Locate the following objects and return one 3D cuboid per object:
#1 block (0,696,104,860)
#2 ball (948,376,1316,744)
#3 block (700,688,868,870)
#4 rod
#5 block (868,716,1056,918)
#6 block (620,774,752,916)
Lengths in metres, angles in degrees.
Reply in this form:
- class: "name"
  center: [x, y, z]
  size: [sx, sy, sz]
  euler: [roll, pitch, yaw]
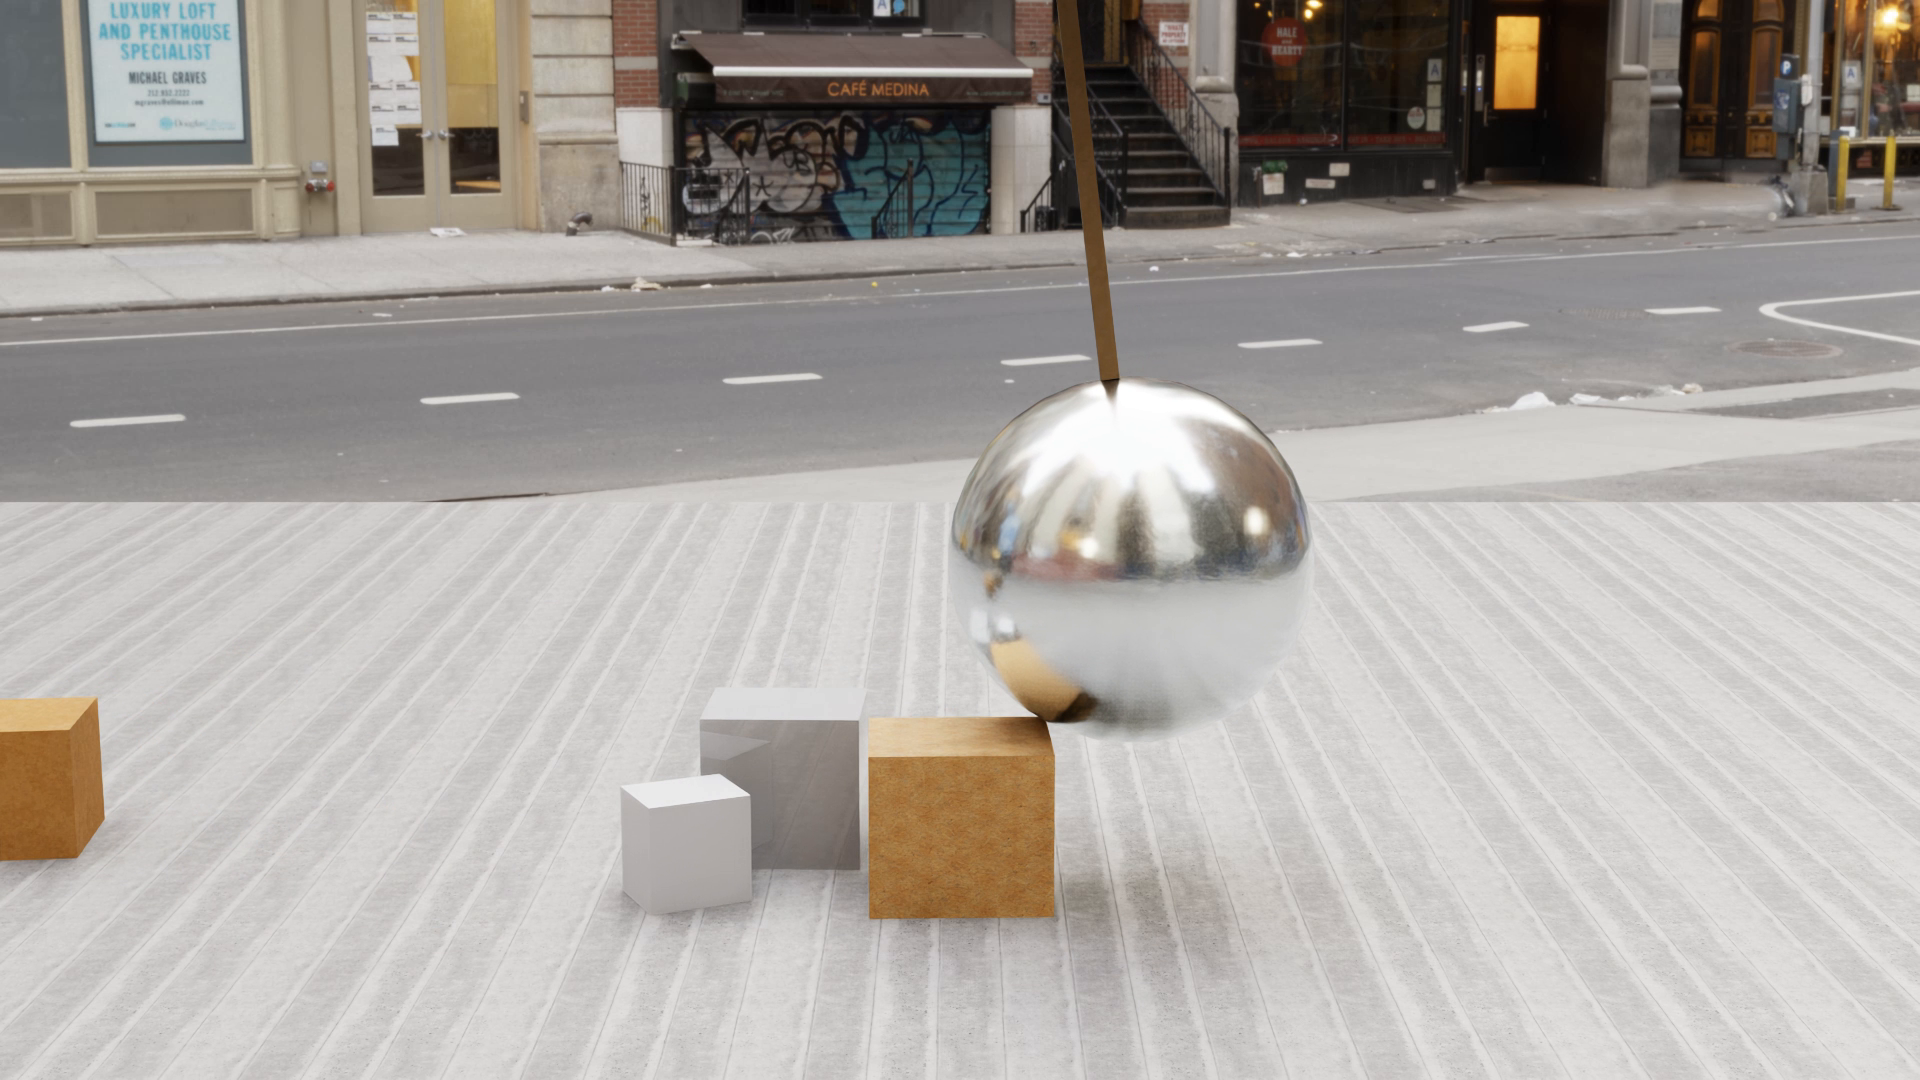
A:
- class: "block"
  center: [-4.321, 1.098, 11.851]
  size: [0.563, 0.600, 0.628]
  euler: [-1, 10, -7]
- class: "ball"
  center: [0.745, 0.085, 11.196]
  size: [1.600, 1.600, 1.600]
  euler: [0, 10, 0]
- class: "block"
  center: [-0.791, 1.080, 11.704]
  size: [0.707, 0.688, 0.601]
  euler: [0, 10, 2]
- class: "rod"
  center: [0.323, -3.235, 10.592]
  size: [0.080, 5.200, 0.080]
  euler: [-7, 10, 1]
- class: "block"
  center: [-0.003, 1.187, 11.070]
  size: [0.779, 0.703, 0.663]
  euler: [0, 10, -2]
- class: "block"
  center: [-1.181, 1.308, 11.060]
  size: [0.455, 0.470, 0.379]
  euler: [-5, 11, -25]
